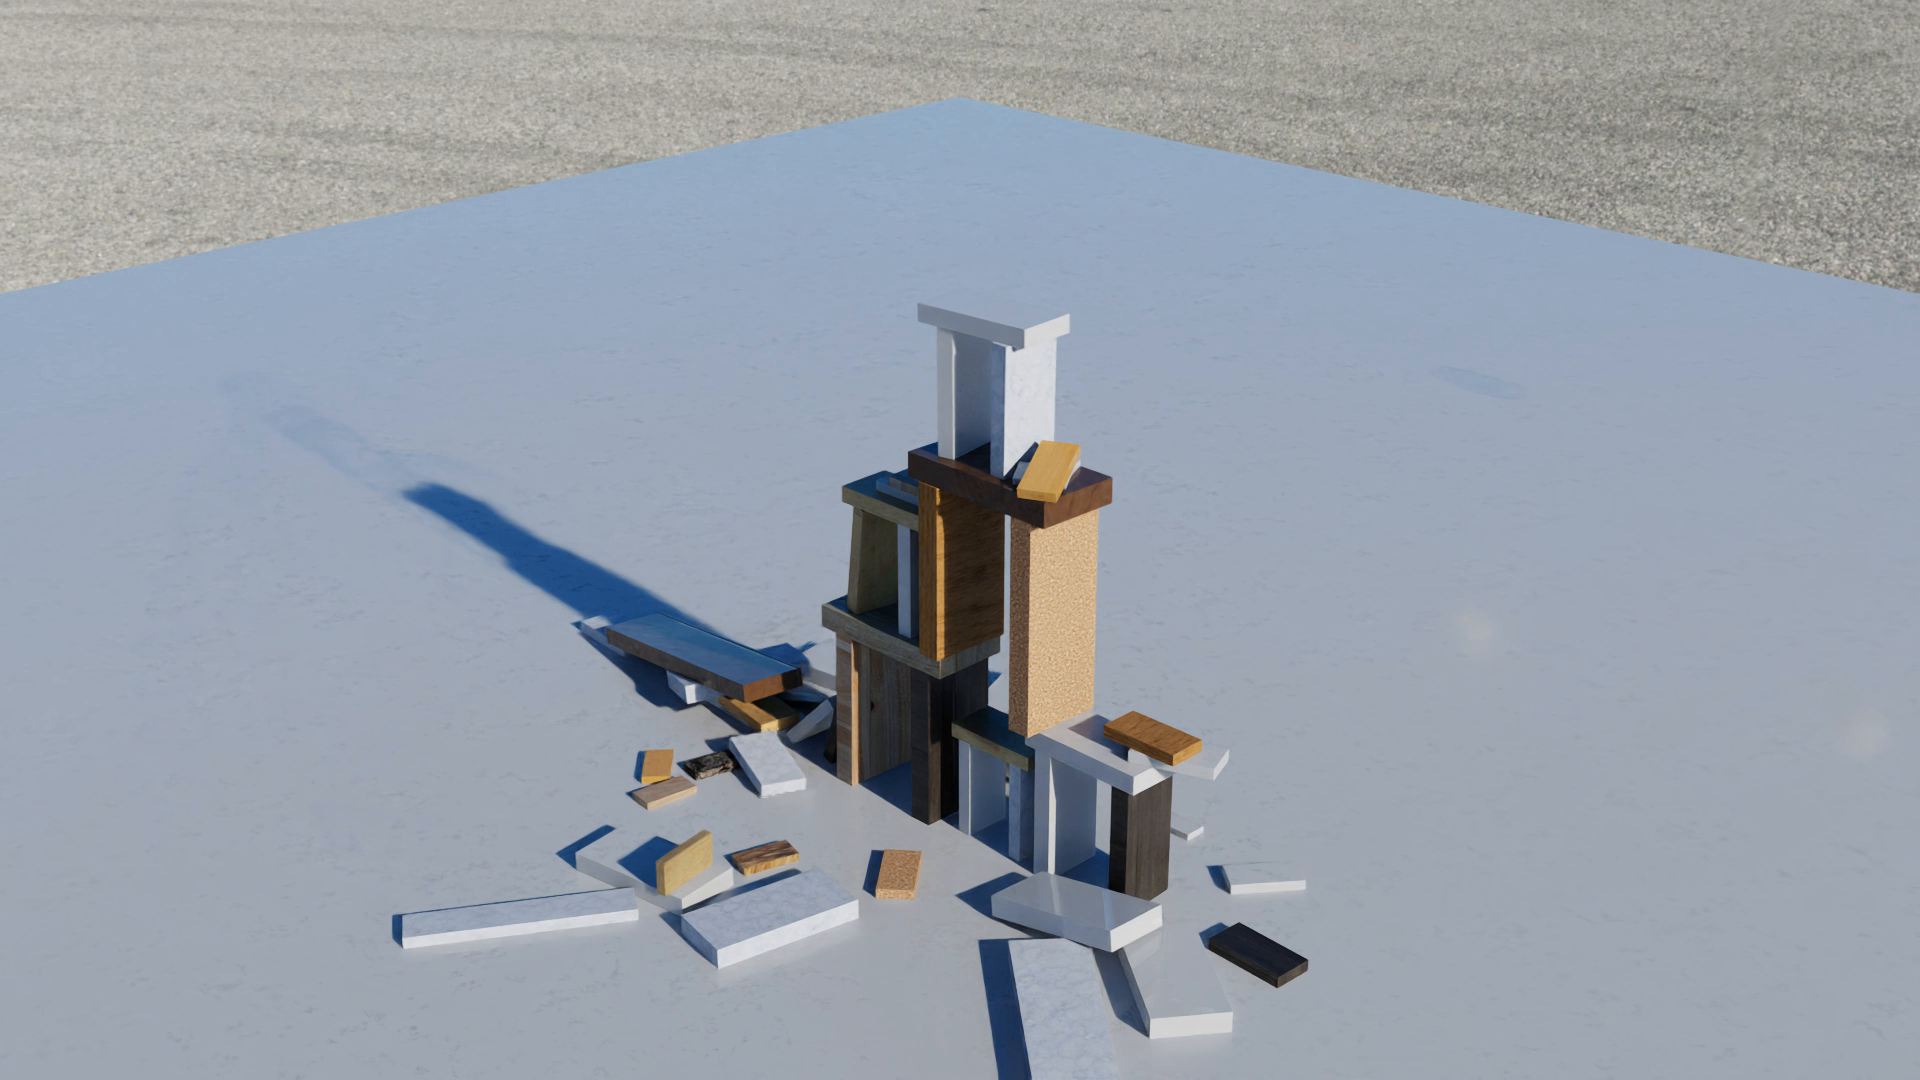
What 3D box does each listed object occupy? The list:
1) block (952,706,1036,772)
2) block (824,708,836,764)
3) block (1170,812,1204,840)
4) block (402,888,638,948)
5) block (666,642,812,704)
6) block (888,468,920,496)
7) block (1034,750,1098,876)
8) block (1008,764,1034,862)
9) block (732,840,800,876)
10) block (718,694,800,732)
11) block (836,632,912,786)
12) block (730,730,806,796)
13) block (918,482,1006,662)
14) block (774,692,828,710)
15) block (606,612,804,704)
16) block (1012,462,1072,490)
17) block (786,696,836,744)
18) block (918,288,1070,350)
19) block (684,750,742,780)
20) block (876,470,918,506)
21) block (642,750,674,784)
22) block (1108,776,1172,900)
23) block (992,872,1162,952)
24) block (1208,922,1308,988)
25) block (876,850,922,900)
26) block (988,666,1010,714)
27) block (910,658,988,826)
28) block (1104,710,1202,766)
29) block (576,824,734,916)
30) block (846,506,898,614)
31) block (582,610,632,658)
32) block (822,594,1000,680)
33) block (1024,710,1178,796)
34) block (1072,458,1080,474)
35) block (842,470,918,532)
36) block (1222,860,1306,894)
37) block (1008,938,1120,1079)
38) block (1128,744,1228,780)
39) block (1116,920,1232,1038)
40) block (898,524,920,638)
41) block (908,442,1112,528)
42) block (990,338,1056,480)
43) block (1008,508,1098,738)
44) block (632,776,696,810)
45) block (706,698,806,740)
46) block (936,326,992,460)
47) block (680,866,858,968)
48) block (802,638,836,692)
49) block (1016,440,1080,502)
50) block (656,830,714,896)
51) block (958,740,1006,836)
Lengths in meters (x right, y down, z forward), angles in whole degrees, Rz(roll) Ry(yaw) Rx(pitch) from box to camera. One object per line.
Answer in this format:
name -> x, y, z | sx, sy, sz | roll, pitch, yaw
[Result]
block -> 0.093, 0.386, 4.286 | 0.206, 0.029, 0.103 | 21, 31, 41
block -> -0.225, 0.376, 4.628 | 0.097, 0.194, 0.027 | -21, 48, -40
block -> 0.433, 0.570, 4.400 | 0.098, 0.014, 0.049 | 21, 31, 41
block -> -0.815, 0.700, 4.081 | 0.426, 0.023, 0.080 | -5, 24, -12
block -> -0.492, 0.295, 4.887 | 0.287, 0.041, 0.144 | -12, 16, -21
block -> -0.065, -0.105, 4.248 | 0.139, 0.020, 0.069 | 21, 31, 38
block -> 0.203, 0.505, 4.221 | 0.039, 0.273, 0.136 | 21, 31, 40
block -> 0.142, 0.513, 4.287 | 0.029, 0.206, 0.103 | 21, 31, 41
block -> -0.379, 0.618, 4.282 | 0.117, 0.017, 0.059 | -13, 26, -27
block -> -0.440, 0.366, 4.796 | 0.095, 0.027, 0.189 | -15, 27, -32
block -> -0.176, 0.325, 4.558 | 0.170, 0.339, 0.048 | -20, 32, -39
block -> -0.403, 0.466, 4.598 | 0.097, 0.027, 0.193 | -8, 30, -24
block -> 0.004, 0.038, 4.223 | 0.178, 0.356, 0.050 | -20, 30, -39
block -> -0.347, 0.355, 4.860 | 0.119, 0.017, 0.059 | 6, 14, -23
block -> -0.579, 0.257, 4.904 | 0.144, 0.041, 0.633 | -16, 18, -33
block -> 0.148, -0.116, 3.957 | 0.098, 0.014, 0.049 | 6, 41, 17
block -> -0.284, 0.372, 4.687 | 0.097, 0.027, 0.194 | -21, -14, -40
block -> 0.060, -0.403, 3.982 | 0.253, 0.036, 0.126 | 19, 29, 37
block -> -0.514, 0.472, 4.627 | 0.119, 0.017, 0.059 | -13, 26, -29
block -> -0.090, -0.097, 4.278 | 0.139, 0.020, 0.069 | 22, 31, 39
block -> -0.634, 0.475, 4.619 | 0.059, 0.017, 0.117 | -1, 23, -3
block -> 0.337, 0.555, 4.104 | 0.039, 0.273, 0.136 | 19, 30, 38
block -> 0.212, 0.679, 4.033 | 0.288, 0.041, 0.144 | 9, 18, 43
block -> 0.537, 0.748, 3.968 | 0.082, 0.023, 0.165 | -19, 30, -38
block -> -0.117, 0.642, 4.222 | 0.072, 0.021, 0.145 | 2, 23, 4
block -> 0.118, 0.366, 4.847 | 0.140, 0.040, 0.280 | 10, 25, 21
block -> -0.020, 0.386, 4.416 | 0.048, 0.339, 0.170 | 21, 31, 41
block -> 0.352, 0.362, 4.021 | 0.165, 0.023, 0.082 | 21, 31, 40
block -> -0.588, 0.631, 4.222 | 0.280, 0.040, 0.140 | 16, 28, 33
block -> -0.161, 0.026, 4.398 | 0.118, 0.237, 0.034 | -15, 36, -32
block -> -0.805, 0.221, 5.205 | 0.094, 0.027, 0.189 | -18, 29, -37
block -> -0.100, 0.177, 4.412 | 0.339, 0.048, 0.170 | 21, 31, 40
block -> 0.267, 0.388, 4.099 | 0.136, 0.039, 0.273 | -21, 31, -40
block -> 0.181, -0.128, 4.011 | 0.049, 0.014, 0.098 | 8, 24, 19
block -> -0.105, -0.074, 4.290 | 0.237, 0.034, 0.118 | 22, 31, 38
block -> 0.581, 0.646, 4.211 | 0.145, 0.021, 0.072 | -3, 23, -6
block -> 0.198, 0.939, 3.495 | 0.144, 0.041, 1.037 | -2, 23, -4
block -> 0.398, 0.393, 4.007 | 0.165, 0.023, 0.082 | 10, 25, 23
block -> 0.374, 0.773, 3.886 | 0.144, 0.041, 0.288 | -3, 23, -8
block -> -0.067, 0.064, 4.315 | 0.034, 0.237, 0.118 | 21, 31, 40
block -> 0.090, -0.117, 4.067 | 0.178, 0.050, 0.356 | -21, 30, -40
block -> 0.115, -0.246, 3.984 | 0.126, 0.253, 0.036 | -20, 31, -39
block -> 0.173, 0.139, 4.083 | 0.178, 0.432, 0.050 | -20, 30, -39
block -> -0.606, 0.519, 4.517 | 0.117, 0.017, 0.058 | -17, 28, -35
block -> -0.479, 0.358, 4.883 | 0.095, 0.027, 0.355 | -19, 29, -37
block -> 0.010, -0.289, 4.084 | 0.036, 0.253, 0.126 | 15, 27, 32
block -> -0.351, 0.696, 4.068 | 0.296, 0.040, 0.140 | -15, 27, -31
block -> -0.233, 0.303, 4.995 | 0.287, 0.041, 0.144 | 17, 28, 35
block -> 0.159, -0.124, 3.937 | 0.072, 0.021, 0.145 | 8, 42, 19
block -> -0.518, 0.607, 4.140 | 0.020, 0.069, 0.139 | 15, 27, 31
block -> 0.045, 0.475, 4.377 | 0.029, 0.206, 0.103 | 21, 31, 41
